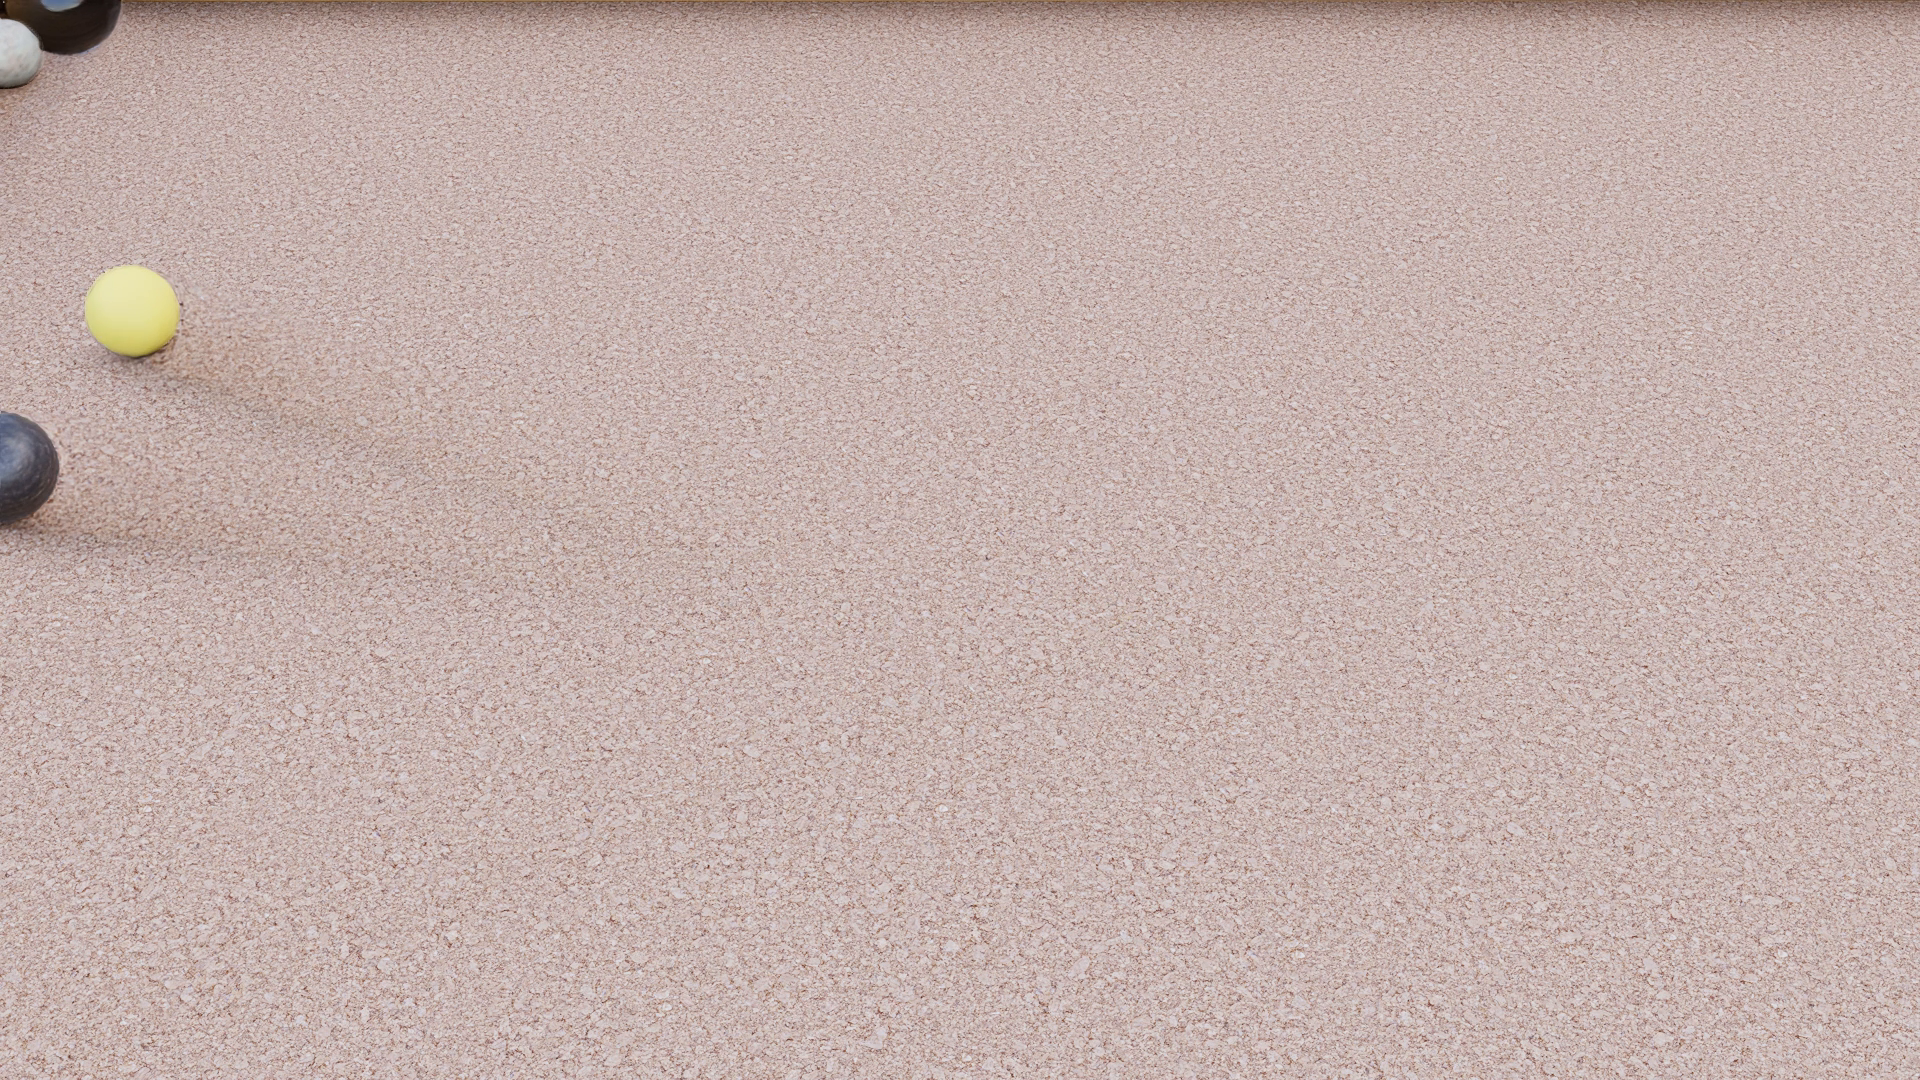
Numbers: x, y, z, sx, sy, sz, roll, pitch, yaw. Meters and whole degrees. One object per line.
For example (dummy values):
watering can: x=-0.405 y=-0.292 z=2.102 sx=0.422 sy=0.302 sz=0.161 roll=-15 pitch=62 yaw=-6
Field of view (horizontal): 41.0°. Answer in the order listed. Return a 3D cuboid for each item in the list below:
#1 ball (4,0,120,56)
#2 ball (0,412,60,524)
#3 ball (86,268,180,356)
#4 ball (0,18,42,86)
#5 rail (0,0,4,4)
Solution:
ball: x=-0.803 y=-0.484 z=2.298 sx=0.098 sy=0.098 sz=0.098 roll=0 pitch=36 yaw=0
ball: x=-0.643 y=-0.049 z=1.719 sx=0.075 sy=0.075 sz=0.075 roll=0 pitch=36 yaw=0
ball: x=-0.609 y=-0.168 z=1.891 sx=0.066 sy=0.066 sz=0.066 roll=0 pitch=36 yaw=0
ball: x=-0.839 y=-0.428 z=2.255 sx=0.059 sy=0.059 sz=0.059 roll=0 pitch=36 yaw=0
rail: x=-0.875 y=-0.021 z=1.633 sx=0.045 sy=0.128 sz=1.838 roll=0 pitch=36 yaw=0
